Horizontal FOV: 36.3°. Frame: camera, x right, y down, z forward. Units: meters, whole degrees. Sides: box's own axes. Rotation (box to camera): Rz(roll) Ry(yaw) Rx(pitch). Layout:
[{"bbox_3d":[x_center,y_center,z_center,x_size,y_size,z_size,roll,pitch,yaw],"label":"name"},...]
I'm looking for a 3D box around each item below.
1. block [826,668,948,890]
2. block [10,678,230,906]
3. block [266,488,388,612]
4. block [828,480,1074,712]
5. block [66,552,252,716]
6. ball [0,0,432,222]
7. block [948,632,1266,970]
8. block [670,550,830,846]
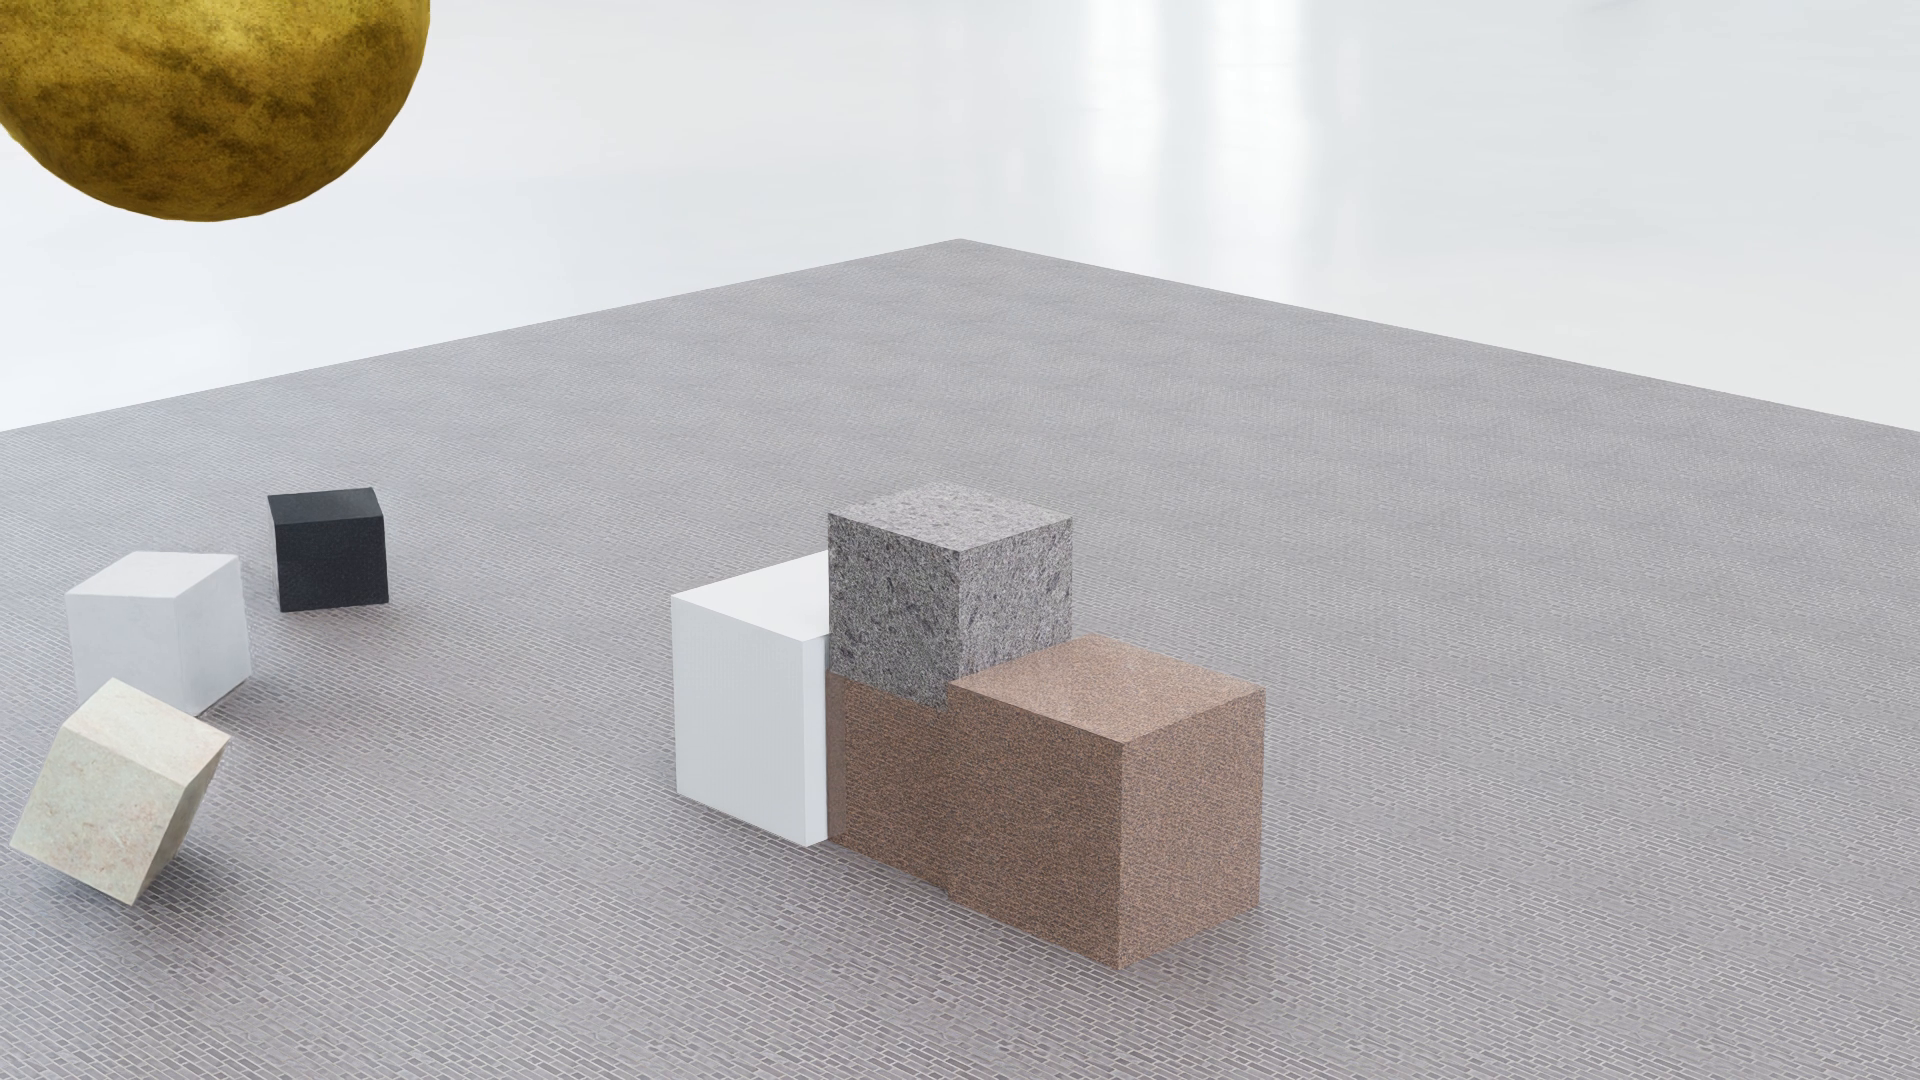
[{"bbox_3d":[-0.022,1.012,13.693,0.829,0.858,0.867,-17,24,-42],"label":"block"},{"bbox_3d":[-3.802,1.134,13.303,0.604,0.657,0.616,27,18,-3],"label":"block"},{"bbox_3d":[-3.730,0.053,17.288,0.620,0.533,0.616,-5,18,-16],"label":"block"},{"bbox_3d":[-0.046,0.252,13.402,0.840,0.768,0.733,16,24,42],"label":"block"},{"bbox_3d":[-4.246,0.504,15.576,0.616,0.678,0.740,2,17,13],"label":"block"},{"bbox_3d":[-2.613,-1.888,10.009,1.600,1.600,1.600,0,17,0],"label":"ball"},{"bbox_3d":[0.643,1.132,13.009,1.030,1.040,0.940,17,24,42],"label":"block"},{"bbox_3d":[-0.679,0.741,14.285,1.067,1.022,0.944,-17,24,-42],"label":"block"}]
